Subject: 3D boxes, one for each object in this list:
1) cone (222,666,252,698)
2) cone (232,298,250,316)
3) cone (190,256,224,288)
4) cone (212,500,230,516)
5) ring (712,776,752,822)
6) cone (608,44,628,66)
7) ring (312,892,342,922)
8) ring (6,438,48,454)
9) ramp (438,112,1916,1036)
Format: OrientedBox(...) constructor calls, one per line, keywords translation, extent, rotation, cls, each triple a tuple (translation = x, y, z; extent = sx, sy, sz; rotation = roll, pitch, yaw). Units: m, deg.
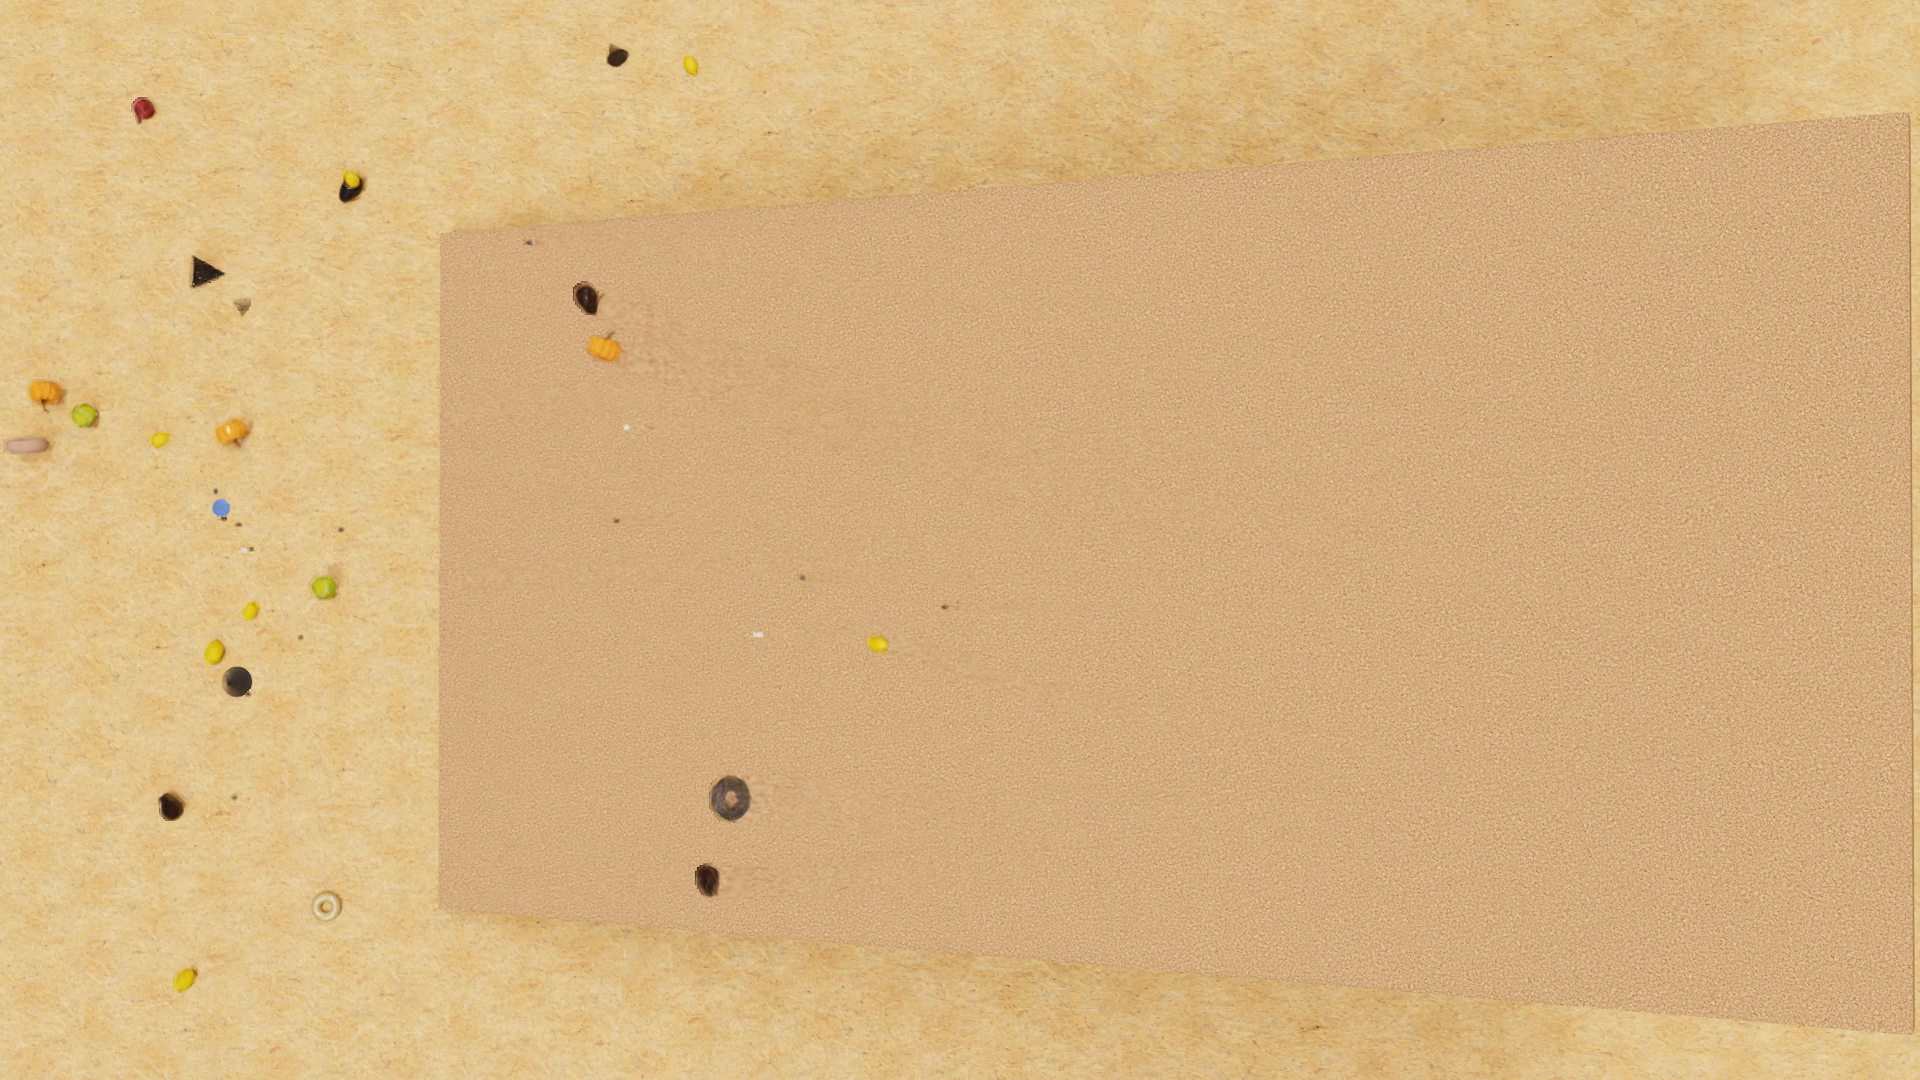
OrientedBox(translation=(-2.167, 0.425, 6.546), extent=(0.093, 0.093, 0.093), rotation=(0, 89, 0), cls="cone")
OrientedBox(translation=(-2.154, -0.692, 6.594), extent=(0.050, 0.050, 0.050), rotation=(5, 116, 0), cls="cone")
OrientedBox(translation=(-2.249, -0.800, 6.585), extent=(0.098, 0.098, 0.098), rotation=(1, 89, -27), cls="cone")
OrientedBox(translation=(-2.217, -0.096, 6.572), extent=(0.054, 0.054, 0.054), rotation=(0, 89, 0), cls="cone")
OrientedBox(translation=(-0.628, 0.710, 6.034), extent=(0.124, 0.041, 0.124), rotation=(-1, 87, 26), cls="ring")
OrientedBox(translation=(-1.038, -1.470, 6.599), extent=(0.066, 0.066, 0.066), rotation=(-28, 63, 0), cls="cone")
OrientedBox(translation=(-1.894, 1.096, 6.571), extent=(0.090, 0.030, 0.090), rotation=(0, 91, 0), cls="ring")
OrientedBox(translation=(-2.774, -0.282, 6.541), extent=(0.122, 0.122, 0.041), rotation=(-2, 99, 0), cls="ring")
OrientedBox(translation=(0.281, 0.081, 5.679), extent=(4.000, 0.100, 2.000), rotation=(0, 89, 26), cls="ramp")
